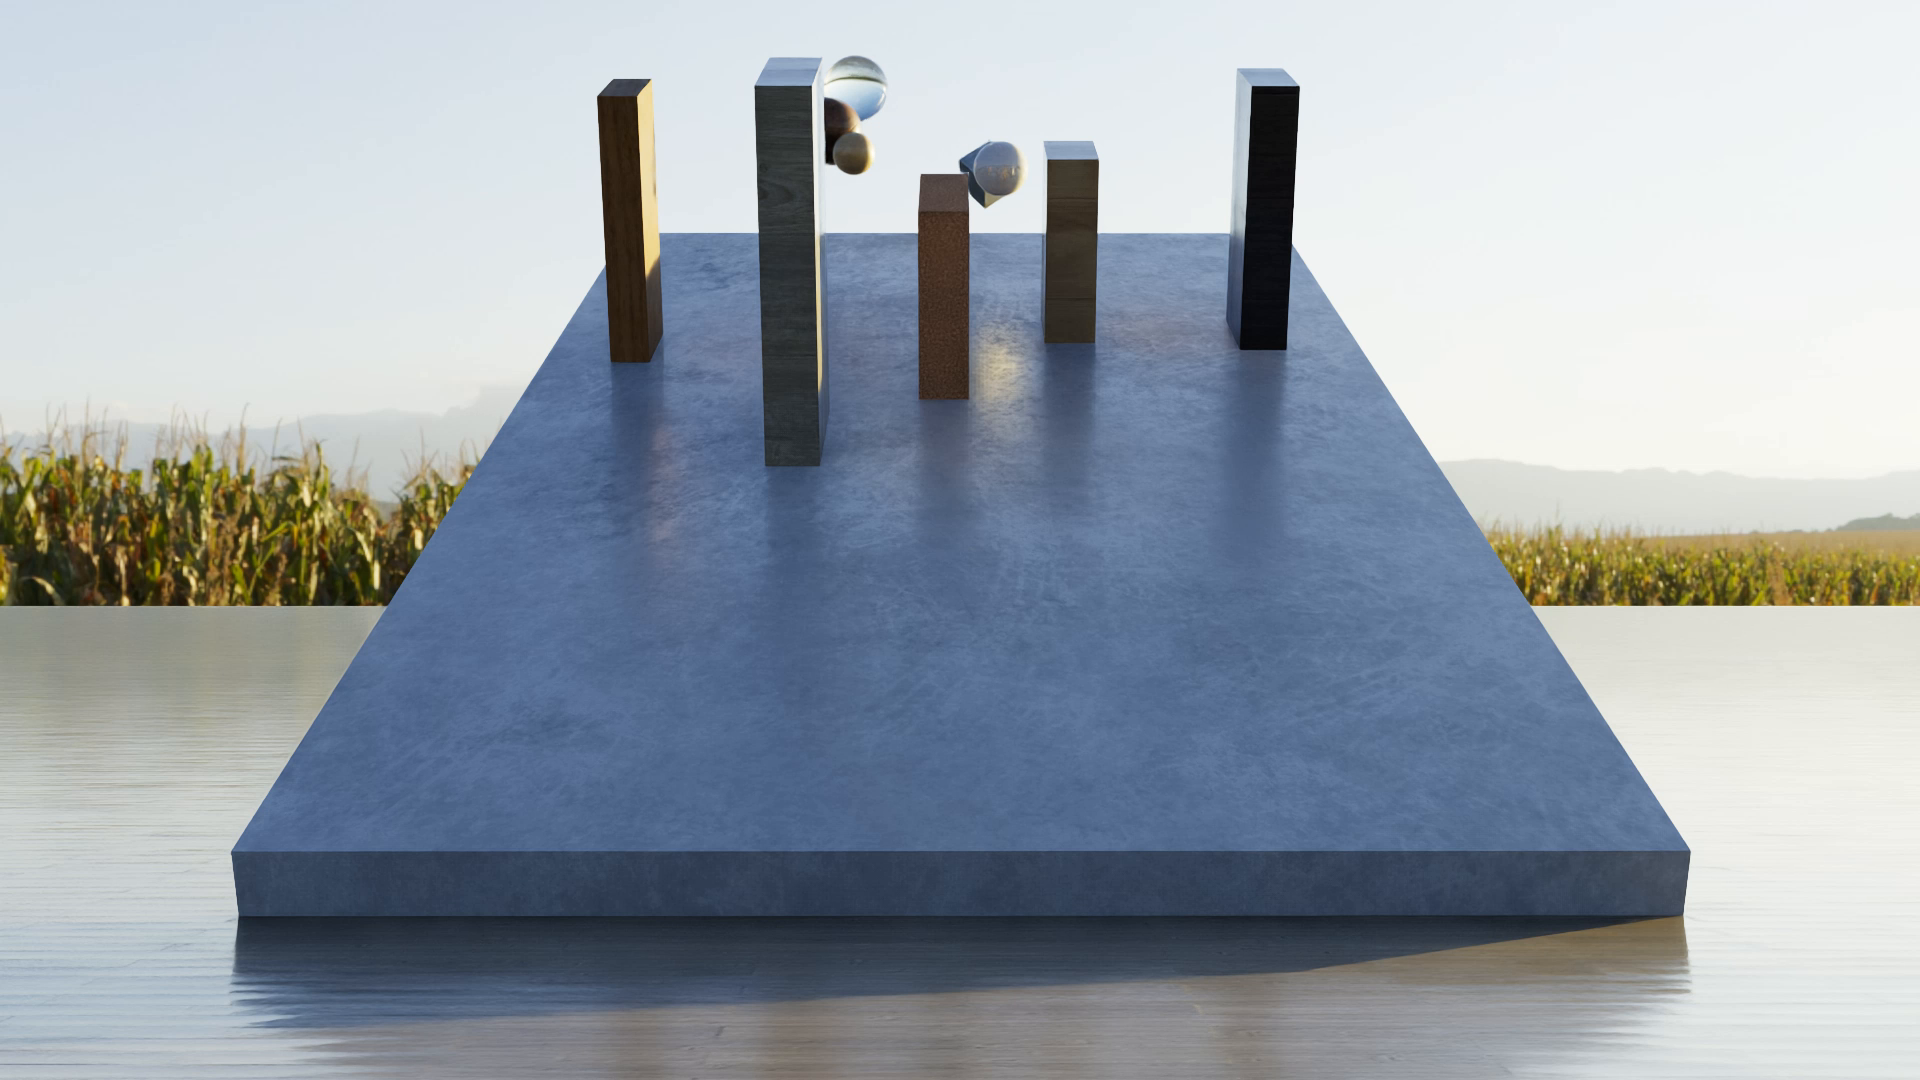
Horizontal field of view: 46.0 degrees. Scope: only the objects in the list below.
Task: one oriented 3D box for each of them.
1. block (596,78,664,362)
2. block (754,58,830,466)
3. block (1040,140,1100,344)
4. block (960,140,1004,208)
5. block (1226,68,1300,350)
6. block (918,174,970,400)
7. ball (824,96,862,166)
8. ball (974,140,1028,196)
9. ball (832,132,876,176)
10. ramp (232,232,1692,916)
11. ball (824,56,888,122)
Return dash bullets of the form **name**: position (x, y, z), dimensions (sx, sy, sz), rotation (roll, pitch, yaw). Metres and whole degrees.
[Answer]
- **block**: position (-0.797, -0.776, 5.490), dimensions (0.094, 0.638, 0.277), rotation (0, 20, 0)
- **block**: position (-0.348, -0.590, 4.759), dimensions (0.114, 0.784, 0.399), rotation (0, 20, 0)
- **block**: position (0.274, -0.751, 5.690), dimensions (0.126, 0.459, 0.262), rotation (0, 20, 0)
- **block**: position (0.078, -1.036, 6.418), dimensions (0.112, 0.112, 0.112), rotation (-36, -26, -18)
- **block**: position (0.748, -0.823, 5.615), dimensions (0.115, 0.645, 0.297), rotation (0, 20, 0)
- **block**: position (-0.037, -0.602, 5.311), dimensions (0.114, 0.434, 0.449), rotation (0, 20, 0)
- **ball**: position (-0.388, -1.203, 6.664), dimensions (0.200, 0.200, 0.200), rotation (0, -2, 0)
- **ball**: position (0.113, -1.019, 6.213), dimensions (0.152, 0.152, 0.152), rotation (0, -2, 0)
- **ball**: position (-0.306, -1.116, 6.535), dimensions (0.124, 0.124, 0.124), rotation (0, -2, 0)
- **ramp**: position (-0.005, -0.205, 4.999), dimensions (2.000, 0.100, 4.000), rotation (0, 20, 0)
- **ball**: position (-0.312, -1.350, 6.772), dimensions (0.195, 0.195, 0.195), rotation (0, -2, 0)
